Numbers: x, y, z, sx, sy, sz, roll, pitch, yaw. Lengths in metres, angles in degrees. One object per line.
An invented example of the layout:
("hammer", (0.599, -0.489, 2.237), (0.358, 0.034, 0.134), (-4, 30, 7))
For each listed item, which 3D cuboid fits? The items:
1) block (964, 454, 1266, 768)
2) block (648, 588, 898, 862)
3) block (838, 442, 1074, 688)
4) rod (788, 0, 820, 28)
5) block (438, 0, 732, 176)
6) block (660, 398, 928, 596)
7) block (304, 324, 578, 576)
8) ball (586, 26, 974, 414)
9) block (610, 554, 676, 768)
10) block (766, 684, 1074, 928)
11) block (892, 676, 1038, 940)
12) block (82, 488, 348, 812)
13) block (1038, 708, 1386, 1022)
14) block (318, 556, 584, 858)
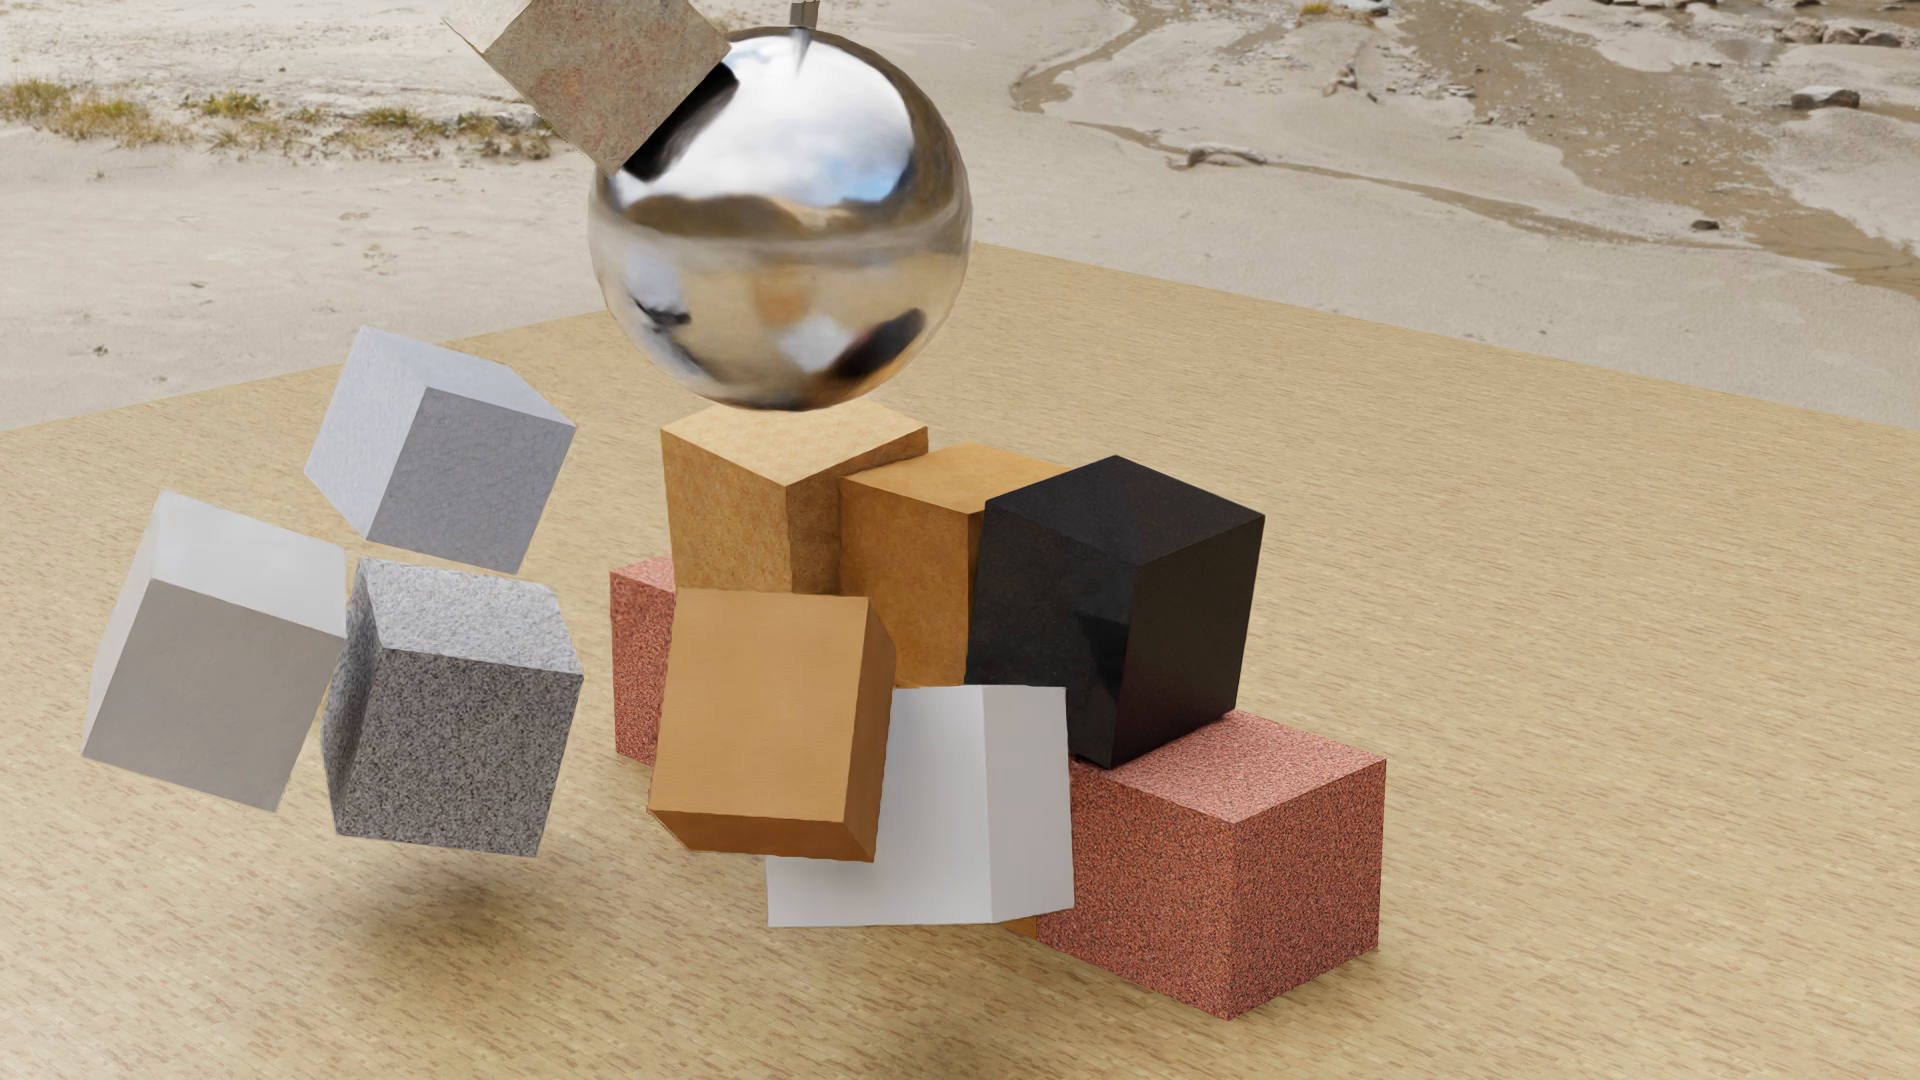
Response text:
("block", (0.660, 0.289, 12.673), (0.823, 0.935, 0.901), (24, 29, 35))
("block", (-0.665, 0.678, 10.668), (0.697, 0.819, 0.650), (3, -18, 9))
("block", (0.040, 0.125, 13.335), (0.819, 0.862, 0.838), (17, 24, 42))
("rod", (-0.322, -4.640, 11.546), (0.080, 5.200, 0.080), (17, 14, 42))
("block", (-1.479, -2.004, 11.555), (0.695, 0.729, 0.645), (-47, 33, -1))
("block", (-0.753, -0.102, 13.788), (0.857, 0.954, 0.909), (-25, 35, -36))
("block", (-2.063, -0.357, 11.607), (0.675, 0.649, 0.699), (15, 14, -38))
("ball", (-0.744, -1.320, 12.147), (1.600, 1.600, 1.600), (0, 17, 0))
("block", (-1.110, 0.632, 14.717), (0.832, 0.970, 0.981), (-17, 24, -42))
("block", (-0.154, 1.037, 11.526), (0.913, 0.886, 0.951), (-4, -5, 21))
("block", (0.308, 1.067, 13.362), (1.027, 0.952, 1.096), (-17, 24, -42))
("block", (-3.174, 0.465, 12.531), (0.826, 0.865, 0.926), (19, 18, -20))
("block", (1.075, 1.338, 12.623), (1.011, 0.878, 1.080), (-17, 24, -42))
("block", (-2.293, 0.742, 13.121), (0.887, 0.910, 0.953), (9, 20, -21))
